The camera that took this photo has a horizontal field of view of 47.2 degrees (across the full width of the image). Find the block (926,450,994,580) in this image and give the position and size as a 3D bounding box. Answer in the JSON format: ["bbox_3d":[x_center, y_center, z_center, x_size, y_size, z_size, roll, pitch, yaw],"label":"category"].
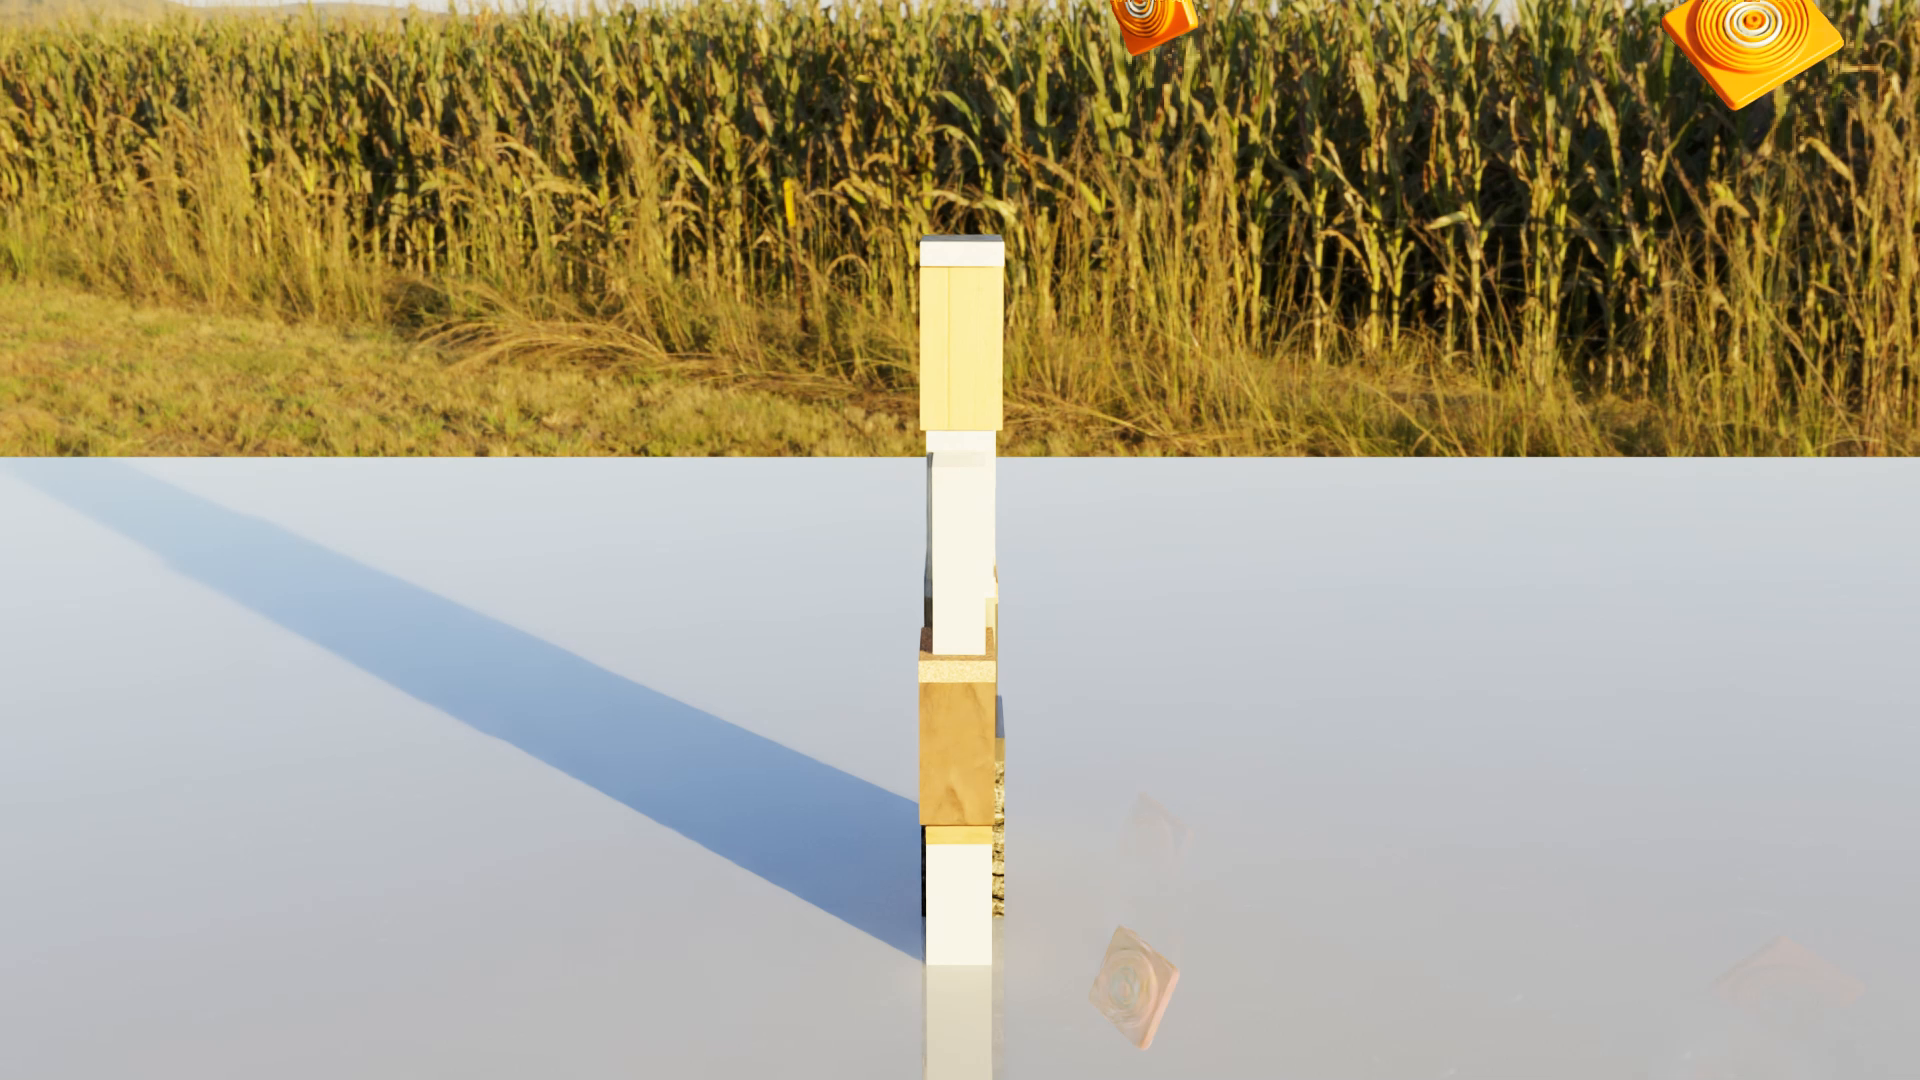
[{"bbox_3d":[0.000,-0.043,3.430,0.103,0.207,0.029,0,11,0],"label":"block"}]

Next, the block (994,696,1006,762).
[{"bbox_3d":[0.004,0.308,3.615,0.134,0.038,0.268,0,11,0],"label":"block"}]

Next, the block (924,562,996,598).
[{"bbox_3d":[-0.001,0.054,3.562,0.112,0.032,0.224,0,11,0],"label":"block"}]

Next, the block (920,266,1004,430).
[{"bbox_3d":[0.002,-0.297,3.380,0.126,0.252,0.036,0,11,0],"label":"block"}]

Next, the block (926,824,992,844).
[{"bbox_3d":[-0.001,0.425,3.395,0.099,0.028,0.198,0,11,0],"label":"block"}]

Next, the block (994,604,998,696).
[{"bbox_3d":[0.003,0.218,3.752,0.121,0.241,0.034,0,11,0],"label":"block"}]

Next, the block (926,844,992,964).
[{"bbox_3d":[-0.001,0.548,3.351,0.099,0.198,0.028,0,11,0],"label":"block"}]

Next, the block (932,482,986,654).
[{"bbox_3d":[-0.002,0.039,3.263,0.077,0.263,0.022,0,11,0],"label":"block"}]

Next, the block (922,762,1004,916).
[{"bbox_3d":[0.004,0.475,3.555,0.134,0.268,0.038,0,11,0],"label":"block"}]

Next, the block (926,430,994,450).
[{"bbox_3d":[0.000,-0.171,3.476,0.103,0.029,0.207,0,11,0],"label":"block"}]

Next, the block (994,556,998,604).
[{"bbox_3d":[0.004,0.068,3.806,0.121,0.034,0.241,0,11,0],"label":"block"}]

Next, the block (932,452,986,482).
[{"bbox_3d":[-0.001,-0.110,3.288,0.077,0.022,0.155,0,11,0],"label":"block"}]

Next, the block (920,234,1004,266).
[{"bbox_3d":[0.003,-0.453,3.437,0.126,0.036,0.252,0,11,0],"label":"block"}]

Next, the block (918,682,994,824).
[{"bbox_3d":[-0.005,0.314,3.300,0.113,0.226,0.032,0,11,0],"label":"block"}]

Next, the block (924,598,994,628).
[{"bbox_3d":[-0.001,0.194,3.512,0.112,0.224,0.032,0,11,0],"label":"block"}]

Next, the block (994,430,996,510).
[{"bbox_3d":[0.003,-0.211,3.811,0.116,0.513,0.033,0,11,0],"label":"block"}]

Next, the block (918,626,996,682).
[{"bbox_3d":[-0.005,0.173,3.350,0.113,0.032,0.226,0,11,0],"label":"block"}]
